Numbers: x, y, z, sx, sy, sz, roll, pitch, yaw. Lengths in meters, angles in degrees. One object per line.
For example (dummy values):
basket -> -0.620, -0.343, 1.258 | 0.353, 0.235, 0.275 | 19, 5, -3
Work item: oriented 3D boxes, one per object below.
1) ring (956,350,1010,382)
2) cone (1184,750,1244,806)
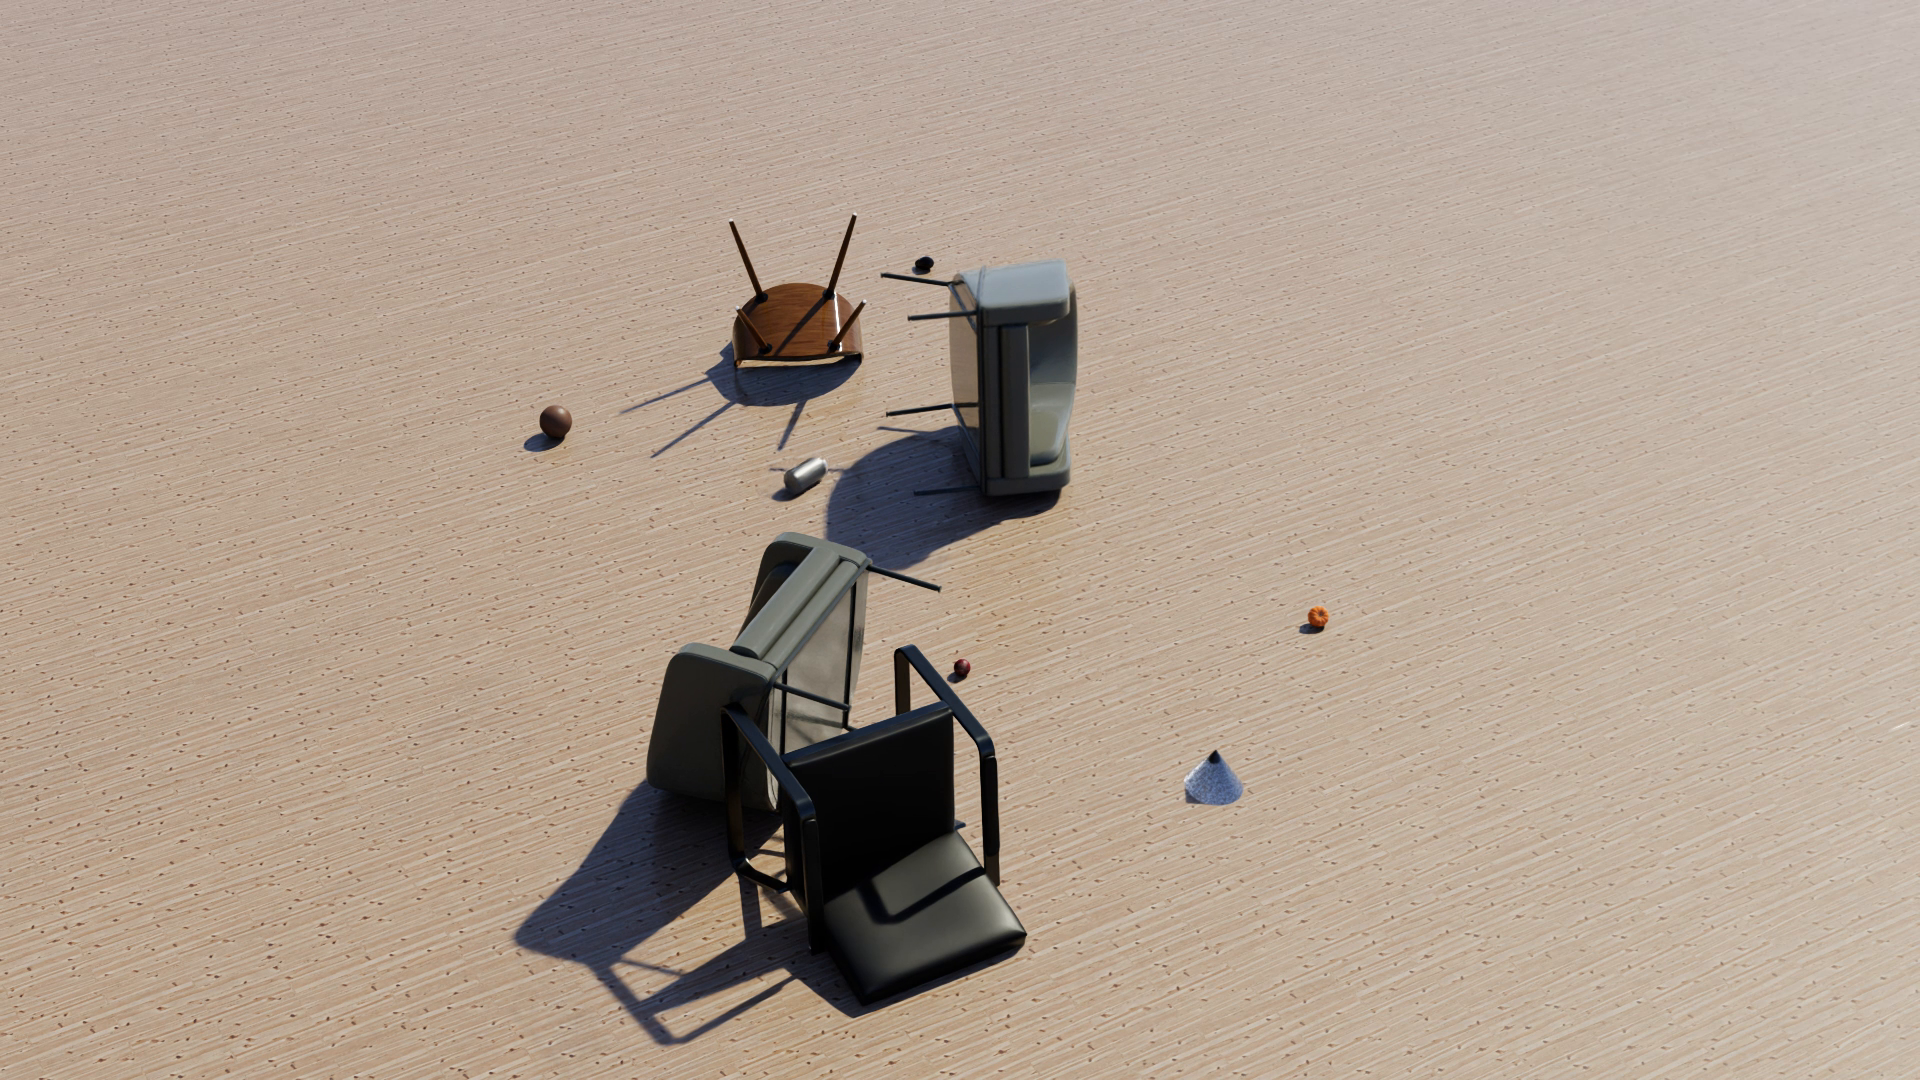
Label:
ring -> 0.096, -0.711, 11.975 | 0.223, 0.055, 0.196 | -12, 36, -17
cone -> 0.842, 0.749, 9.676 | 0.192, 0.146, 0.229 | -9, 34, -13
